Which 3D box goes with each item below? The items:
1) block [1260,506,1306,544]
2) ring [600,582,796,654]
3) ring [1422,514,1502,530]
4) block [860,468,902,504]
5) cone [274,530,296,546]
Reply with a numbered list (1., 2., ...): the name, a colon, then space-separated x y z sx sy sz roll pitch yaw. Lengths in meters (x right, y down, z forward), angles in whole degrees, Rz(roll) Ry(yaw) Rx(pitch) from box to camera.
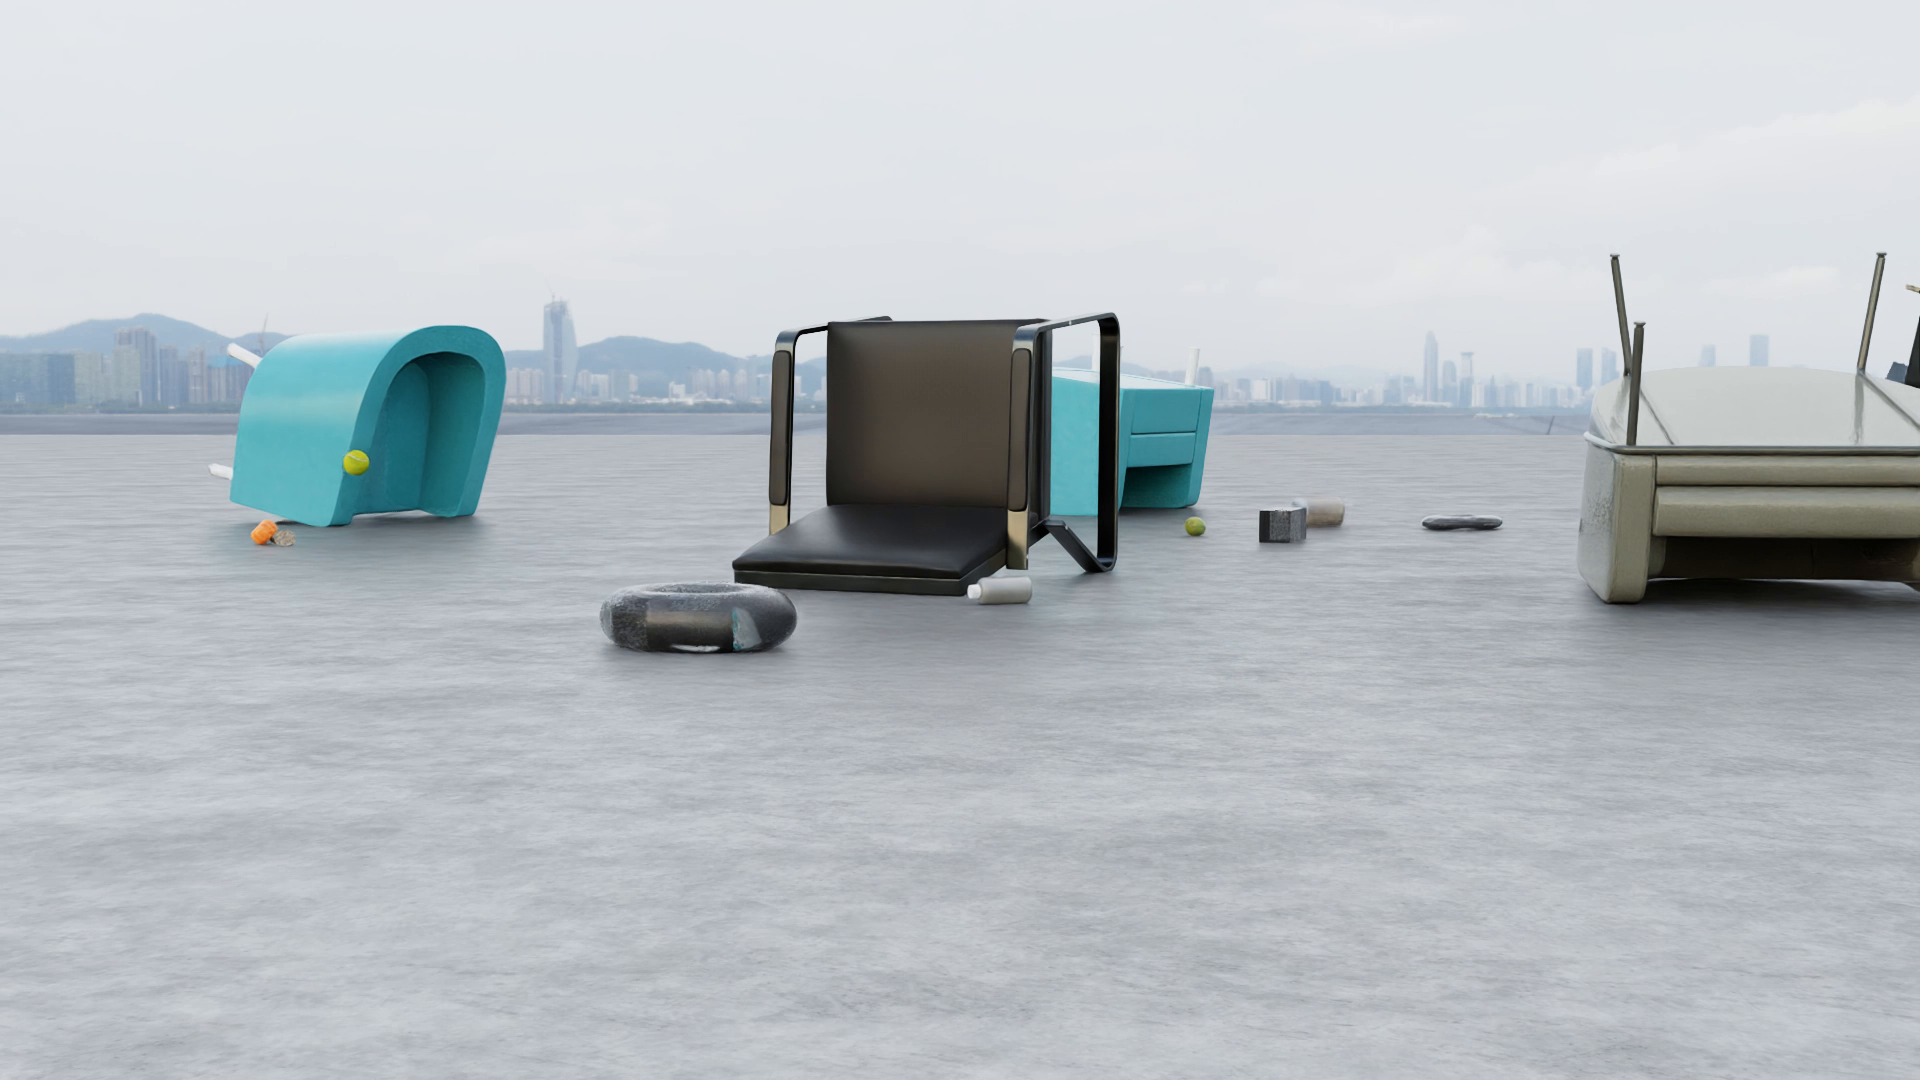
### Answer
1. block: 0.957 -0.045 6.518 0.093 0.094 0.205 2 4 22
2. ring: -0.458 0.135 3.839 0.375 0.104 0.262 1 5 27
3. ring: 1.615 -0.058 7.075 0.276 0.043 0.201 -2 5 -20
4. block: -0.310 -0.216 8.766 0.099 0.127 0.209 1 4 19
5. cone: -1.931 0.004 6.328 0.062 0.047 0.063 1 -17 5
